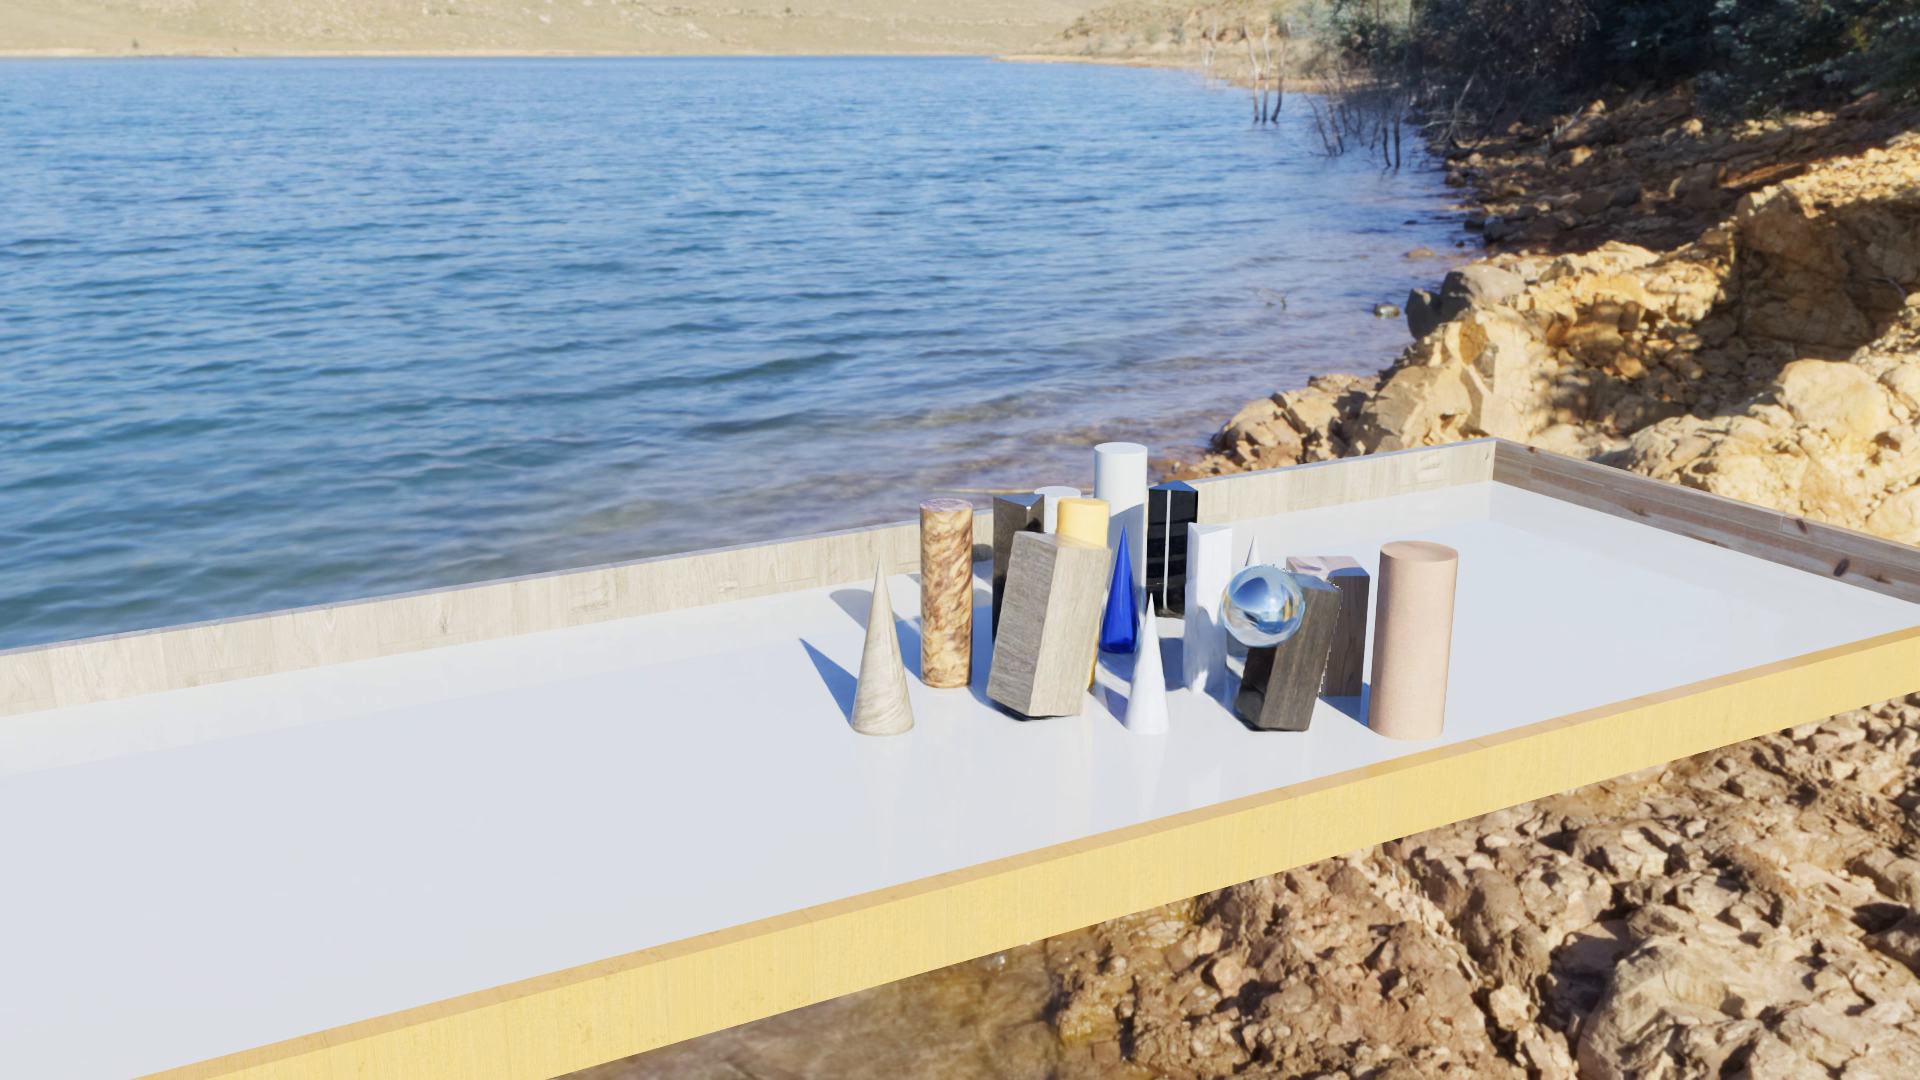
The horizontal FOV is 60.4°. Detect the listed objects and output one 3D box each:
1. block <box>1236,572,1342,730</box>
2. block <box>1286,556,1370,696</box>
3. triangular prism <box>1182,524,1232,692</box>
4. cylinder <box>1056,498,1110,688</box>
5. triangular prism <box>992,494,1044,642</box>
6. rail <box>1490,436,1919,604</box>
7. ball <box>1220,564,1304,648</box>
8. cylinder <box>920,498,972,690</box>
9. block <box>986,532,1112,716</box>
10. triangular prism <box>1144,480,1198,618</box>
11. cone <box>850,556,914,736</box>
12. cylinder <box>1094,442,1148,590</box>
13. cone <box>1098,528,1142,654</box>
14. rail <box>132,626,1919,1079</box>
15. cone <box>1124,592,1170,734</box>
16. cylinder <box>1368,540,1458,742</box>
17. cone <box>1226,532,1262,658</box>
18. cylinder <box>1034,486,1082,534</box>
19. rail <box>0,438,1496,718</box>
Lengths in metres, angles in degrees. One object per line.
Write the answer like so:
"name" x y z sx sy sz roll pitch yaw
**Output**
"block" 0.763 0.257 3.844 0.129 0.340 0.129 6 14 -17
"block" 0.900 0.212 4.083 0.165 0.310 0.165 -1 16 -2
"triangular prism" 0.592 0.163 4.080 0.109 0.406 0.094 -12 20 -36
"cylinder" 0.288 0.130 4.084 0.127 0.453 0.127 4 8 -1
"triangular prism" 0.176 0.083 4.355 0.117 0.404 0.136 -13 21 -38
"rail" 2.466 -0.048 5.253 0.050 0.150 2.100 -9 18 -27
"ball" 0.672 0.148 3.672 0.185 0.185 0.185 0 16 0
"cylinder" -0.034 0.134 4.092 0.130 0.456 0.130 0 16 0
"block" 0.209 0.198 3.916 0.165 0.404 0.165 3 11 -37
"triangular prism" 0.598 0.024 4.618 0.134 0.369 0.116 4 17 13
"cone" -0.182 0.229 3.821 0.152 0.425 0.152 0 16 0
"cylinder" 0.470 -0.071 4.866 0.154 0.411 0.154 0 16 0
"cone" 0.428 0.119 4.349 0.126 0.338 0.126 0 16 0
"rail" -2.336 1.006 1.665 12.000 0.150 0.050 -9 18 -27
"cone" 0.439 0.276 3.828 0.111 0.332 0.111 0 16 0
"cylinder" 1.043 0.231 3.805 0.172 0.430 0.172 0 16 0
"cone" 0.766 0.132 4.325 0.146 0.327 0.146 0 16 0
"cylinder" 0.269 0.039 4.590 0.129 0.356 0.129 0 16 0
"rail" -3.305 0.497 3.399 12.000 0.150 0.050 -9 18 -27
